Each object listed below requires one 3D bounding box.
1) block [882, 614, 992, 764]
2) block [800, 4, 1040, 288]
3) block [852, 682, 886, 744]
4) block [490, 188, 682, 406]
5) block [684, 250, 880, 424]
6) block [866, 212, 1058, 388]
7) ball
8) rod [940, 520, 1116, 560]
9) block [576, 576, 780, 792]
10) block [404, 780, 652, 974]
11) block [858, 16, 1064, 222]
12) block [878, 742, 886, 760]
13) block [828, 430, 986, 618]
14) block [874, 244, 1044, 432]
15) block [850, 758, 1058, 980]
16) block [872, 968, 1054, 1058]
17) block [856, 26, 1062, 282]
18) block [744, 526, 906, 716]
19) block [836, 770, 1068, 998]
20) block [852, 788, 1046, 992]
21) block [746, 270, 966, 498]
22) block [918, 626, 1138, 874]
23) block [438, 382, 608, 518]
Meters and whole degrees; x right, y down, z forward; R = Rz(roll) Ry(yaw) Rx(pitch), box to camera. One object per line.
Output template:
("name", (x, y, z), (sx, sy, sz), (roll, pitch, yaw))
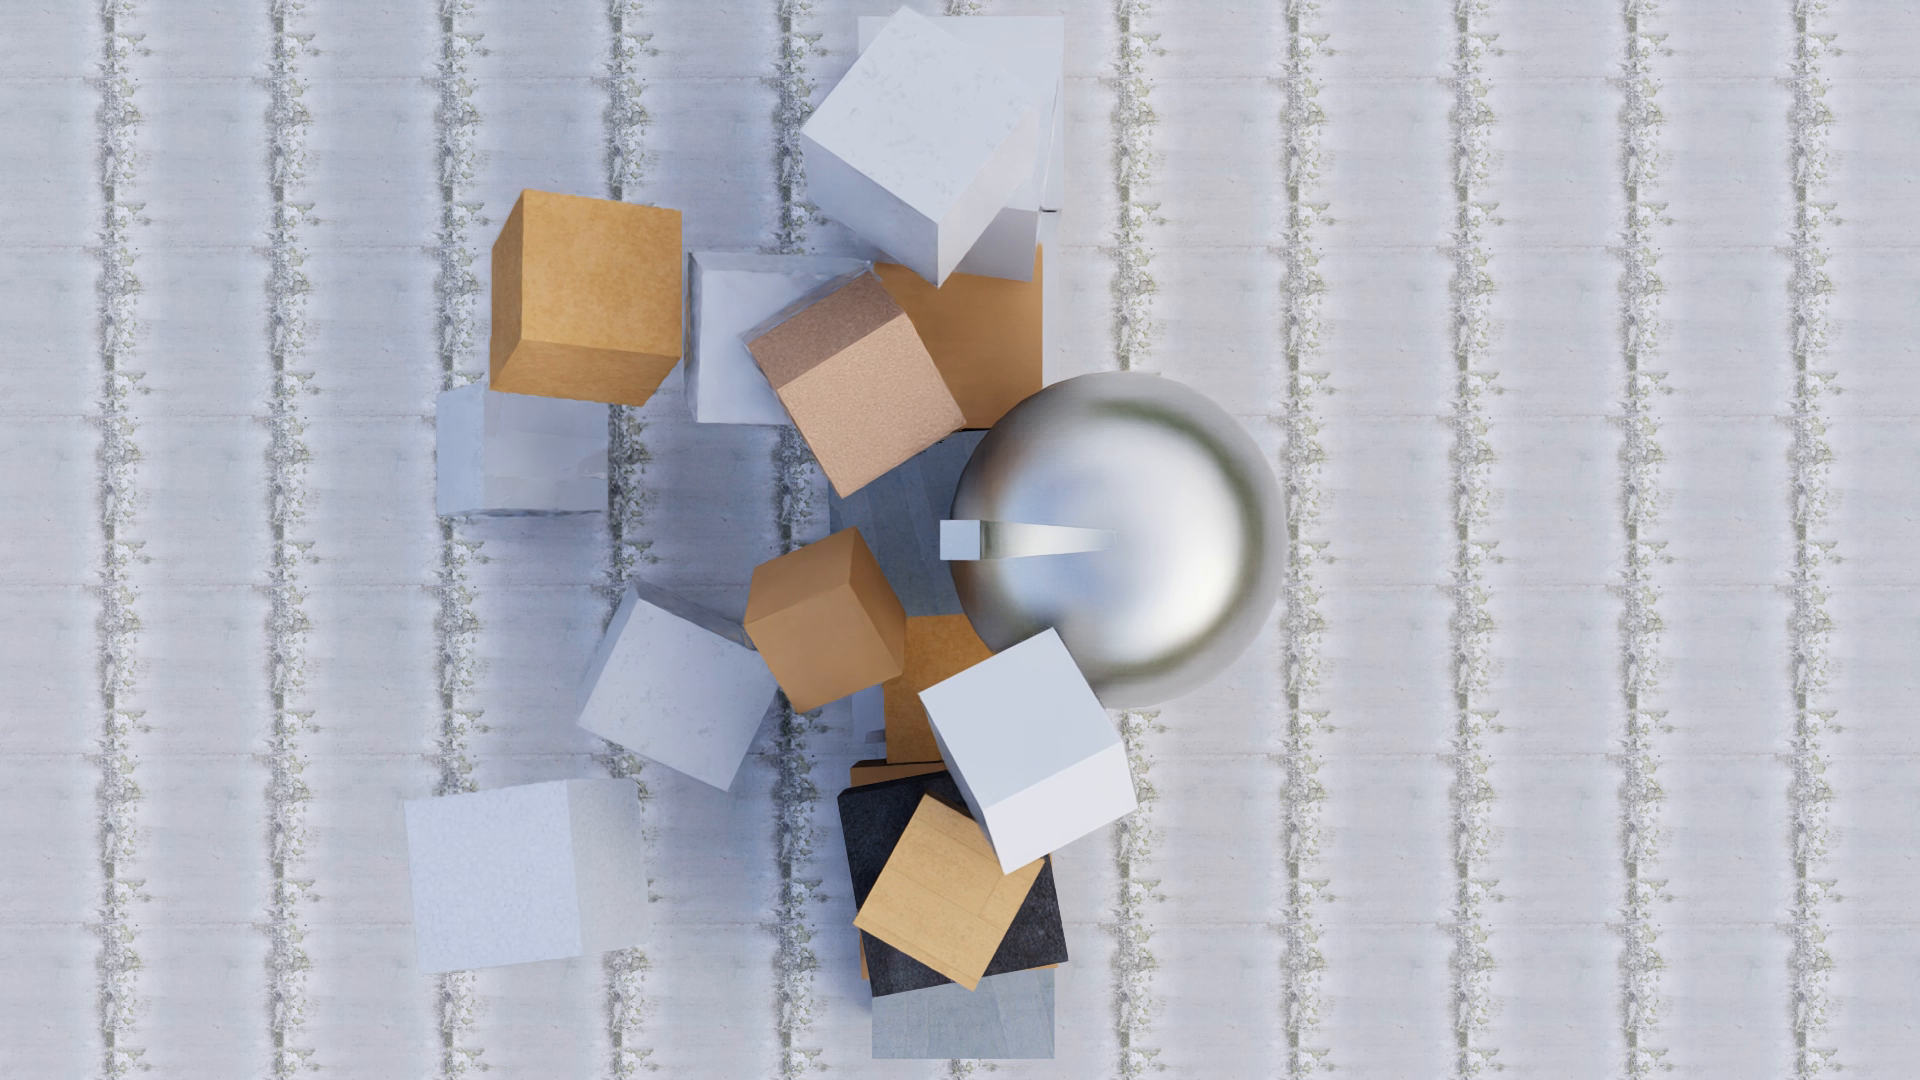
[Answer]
("block", (-0.034, 0.764, 11.752), (0.724, 0.700, 0.756), (-3, 89, 1))
("block", (-0.173, -1.755, 9.877), (0.740, 0.723, 0.757), (35, 77, 9))
("block", (-0.036, 0.605, 12.552), (1.133, 0.896, 0.987), (-2, 90, 0))
("block", (-1.873, -1.194, 10.985), (0.787, 0.714, 0.784), (5, 72, -23))
("block", (-0.903, -1.010, 10.973), (0.860, 0.723, 0.739), (1, 104, -13))
("block", (0.012, -1.307, 12.519), (1.043, 0.963, 0.973), (0, 90, 0))
("ball", (0.740, 0.000, 10.379), (1.600, 1.600, 1.600), (0, 90, 0))
("rod", (0.321, 0.000, 7.005), (0.080, 5.200, 0.080), (0, 90, 7))
("block", (-1.593, 0.802, 12.483), (0.909, 0.824, 0.776), (26, 92, -12))
("block", (-2.265, 1.765, 11.631), (0.899, 0.940, 0.885), (-9, 82, 13))
("block", (0.005, -2.320, 12.462), (1.110, 1.077, 1.036), (0, 90, 0))
("block", (-0.004, 1.527, 12.583), (0.888, 0.835, 0.825), (0, 90, 0))
("block", (-0.152, -0.071, 11.595), (1.004, 1.023, 0.918), (-3, 89, 0))
("block", (-0.007, -1.031, 11.561), (0.849, 0.953, 0.934), (0, 90, 0))
("block", (-0.030, 1.679, 11.553), (0.988, 0.976, 1.058), (-3, 87, 0))
("block", (0.018, 2.392, 12.513), (0.998, 0.974, 0.892), (0, 90, 0))
("block", (-0.014, -1.864, 10.735), (0.880, 0.869, 0.834), (8, 75, 2))
("block", (-0.648, 0.389, 10.727), (0.565, 0.549, 0.564), (-22, 117, 13))
("block", (-0.034, 1.612, 10.687), (0.933, 0.759, 0.948), (-10, 87, -1))
("block", (-0.048, 1.582, 10.040), (0.613, 0.537, 0.658), (29, 87, 2))
("block", (-0.491, -0.738, 10.349), (0.682, 0.656, 0.638), (-32, 119, -3))
("block", (0.301, 0.922, 9.613), (0.657, 0.590, 0.665), (-26, 54, -7))
("block", (-2.486, -0.498, 12.475), (0.728, 0.749, 0.687), (1, 87, -33))
